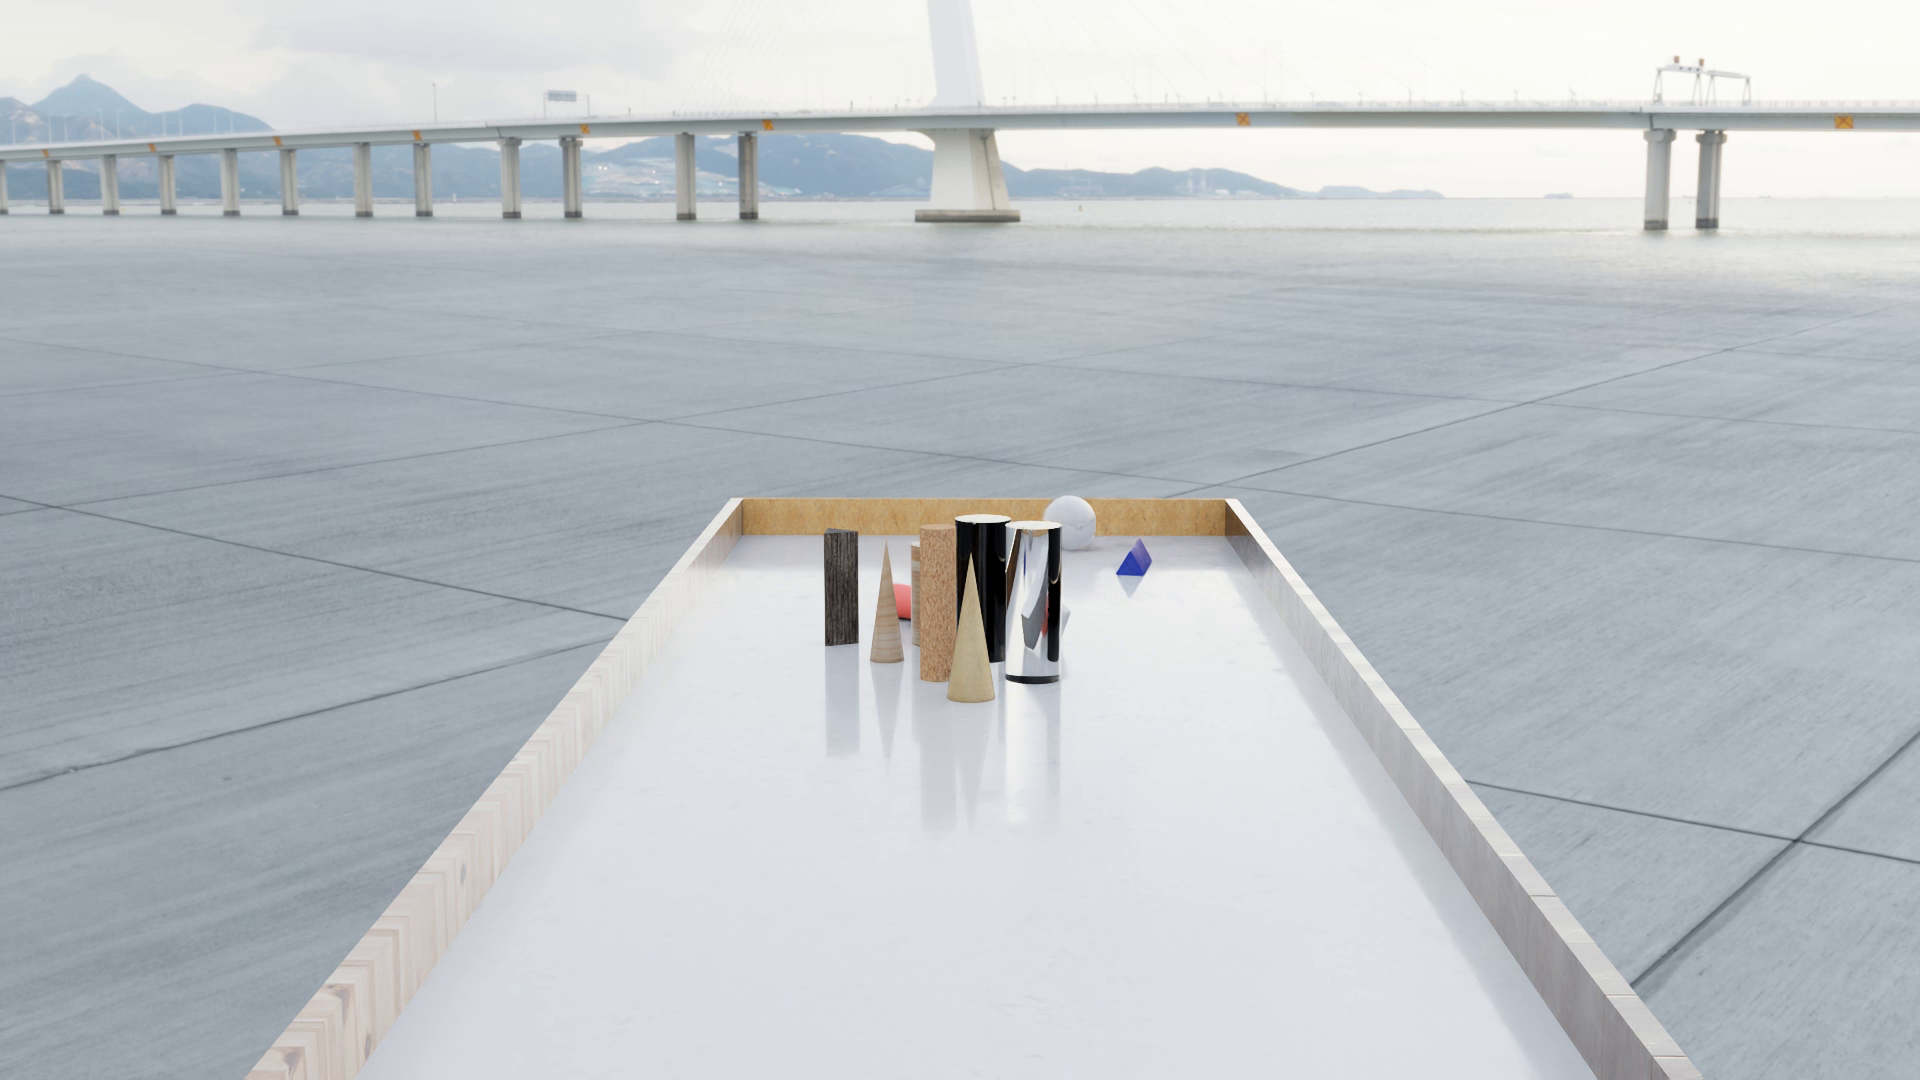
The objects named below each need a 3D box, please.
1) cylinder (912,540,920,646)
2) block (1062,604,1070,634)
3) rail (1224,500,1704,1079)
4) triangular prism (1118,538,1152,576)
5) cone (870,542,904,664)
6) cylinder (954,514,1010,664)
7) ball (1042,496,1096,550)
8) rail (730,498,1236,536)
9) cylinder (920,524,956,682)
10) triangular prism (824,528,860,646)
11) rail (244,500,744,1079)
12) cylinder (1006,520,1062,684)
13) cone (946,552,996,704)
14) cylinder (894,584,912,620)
[{"bbox_3d":[-0.069,0.168,6.936,0.171,0.317,0.171,0,9,0],"label":"cylinder"},{"bbox_3d":[0.171,0.171,7.024,0.119,0.119,0.410,-5,35,-39],"label":"block"},{"bbox_3d":[1.046,0.843,3.208,0.050,0.150,12.000,0,9,1],"label":"rail"},{"bbox_3d":[0.662,0.061,8.328,0.102,0.089,0.325,2,9,10],"label":"triangular prism"},{"bbox_3d":[-0.222,0.178,6.675,0.106,0.379,0.106,0,9,0],"label":"cone"},{"bbox_3d":[0.070,0.147,6.705,0.170,0.430,0.170,0,9,0],"label":"cylinder"},{"bbox_3d":[0.434,-0.069,8.751,0.216,0.216,0.216,0,9,0],"label":"ball"},{"bbox_3d":[0.099,-0.098,9.147,2.100,0.150,0.050,0,9,1],"label":"rail"},{"bbox_3d":[-0.064,0.184,6.414,0.106,0.449,0.106,0,9,0],"label":"cylinder"},{"bbox_3d":[-0.393,0.146,6.945,0.115,0.357,0.099,-4,10,-26],"label":"triangular prism"},{"bbox_3d":[-1.004,0.839,3.234,0.050,0.150,12.000,0,9,1],"label":"rail"},{"bbox_3d":[0.214,0.181,6.415,0.165,0.454,0.165,0,9,0],"label":"cylinder"},{"bbox_3d":[0.031,0.238,6.172,0.138,0.418,0.138,0,9,0],"label":"cone"},{"bbox_3d":[-0.055,0.225,7.237,0.453,0.111,0.111,8,12,43],"label":"cylinder"}]
